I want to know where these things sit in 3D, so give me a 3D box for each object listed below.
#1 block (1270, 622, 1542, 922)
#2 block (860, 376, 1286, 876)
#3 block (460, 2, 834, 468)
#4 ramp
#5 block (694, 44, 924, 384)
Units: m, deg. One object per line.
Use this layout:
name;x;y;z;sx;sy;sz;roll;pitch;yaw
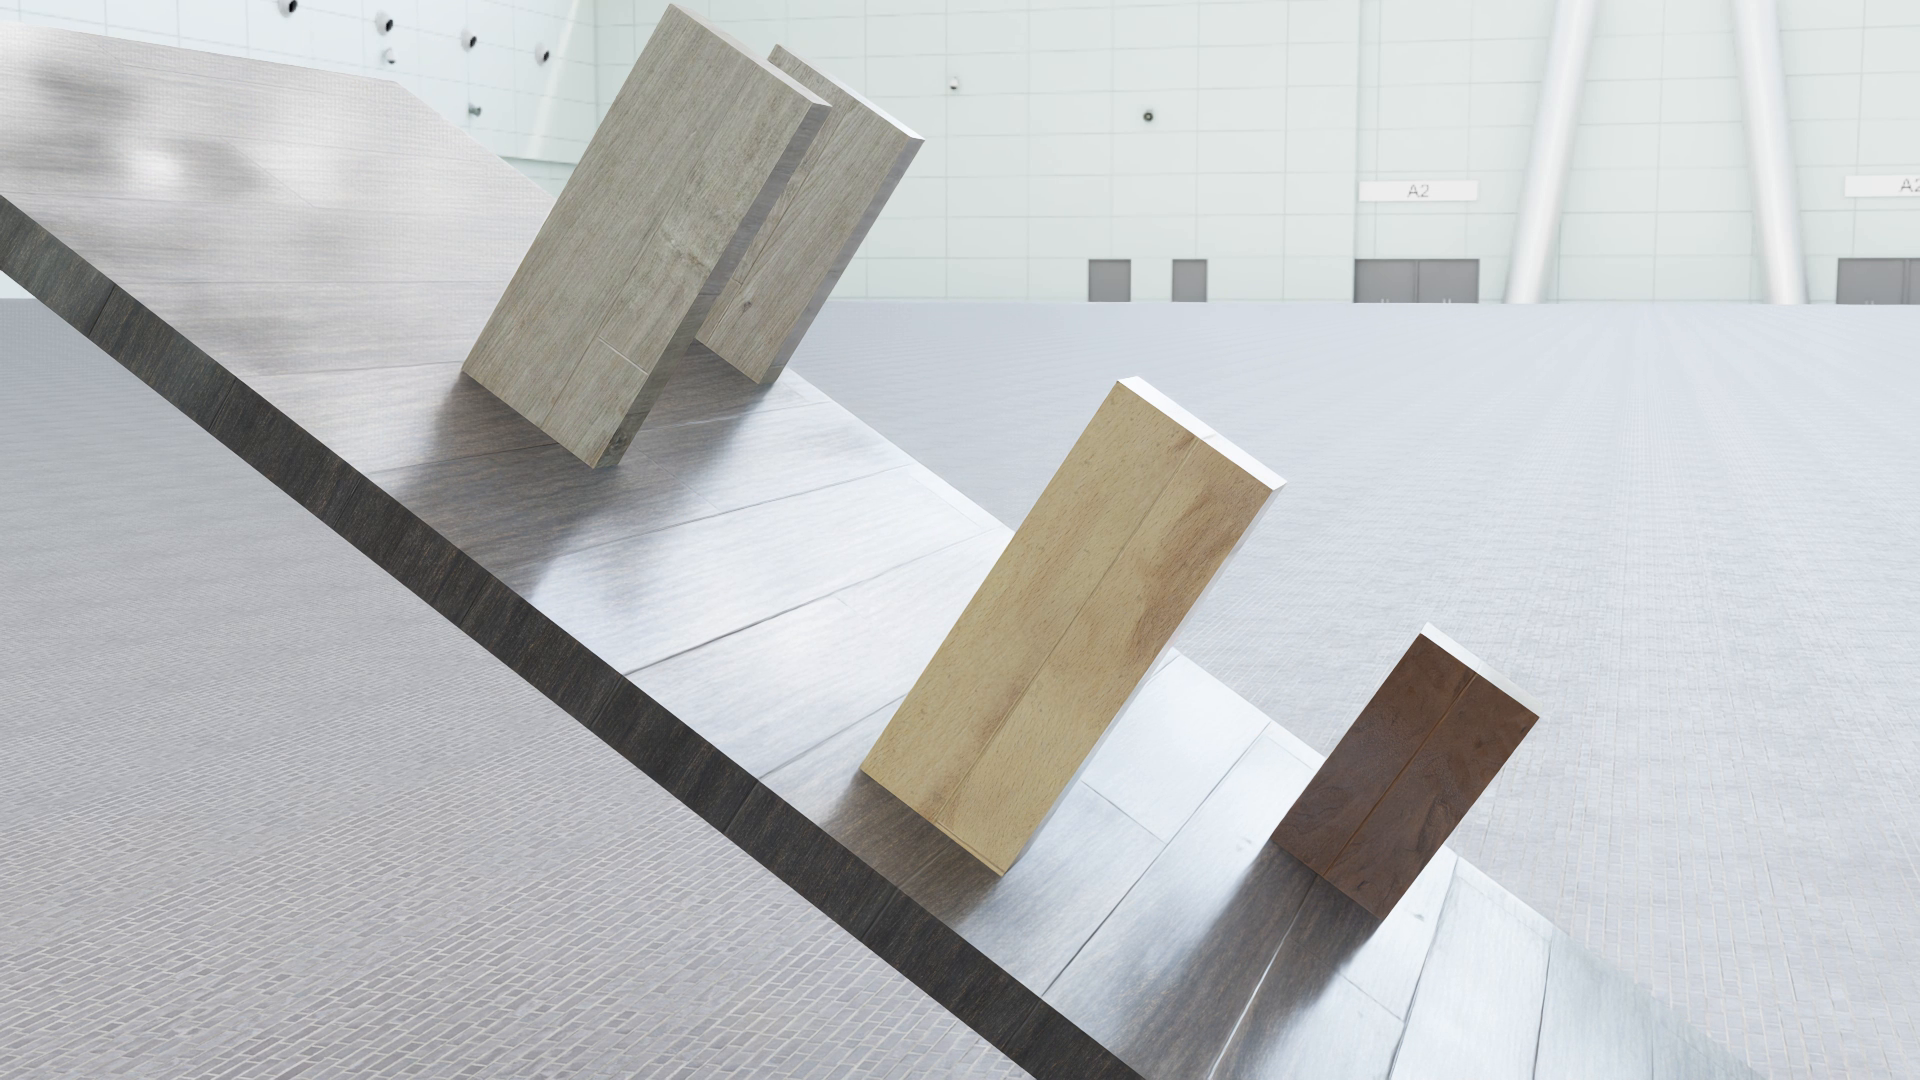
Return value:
block;0.843;0.438;4.165;0.263;0.492;0.133;36;15;10
block;0.164;0.131;3.296;0.274;0.717;0.131;36;15;10
block;-0.547;-0.517;3.796;0.306;0.742;0.097;36;15;10
ramp;-0.114;0.195;4.093;4.000;0.100;2.000;36;15;10
block;-0.409;-0.720;4.888;0.371;0.645;0.103;36;15;10
